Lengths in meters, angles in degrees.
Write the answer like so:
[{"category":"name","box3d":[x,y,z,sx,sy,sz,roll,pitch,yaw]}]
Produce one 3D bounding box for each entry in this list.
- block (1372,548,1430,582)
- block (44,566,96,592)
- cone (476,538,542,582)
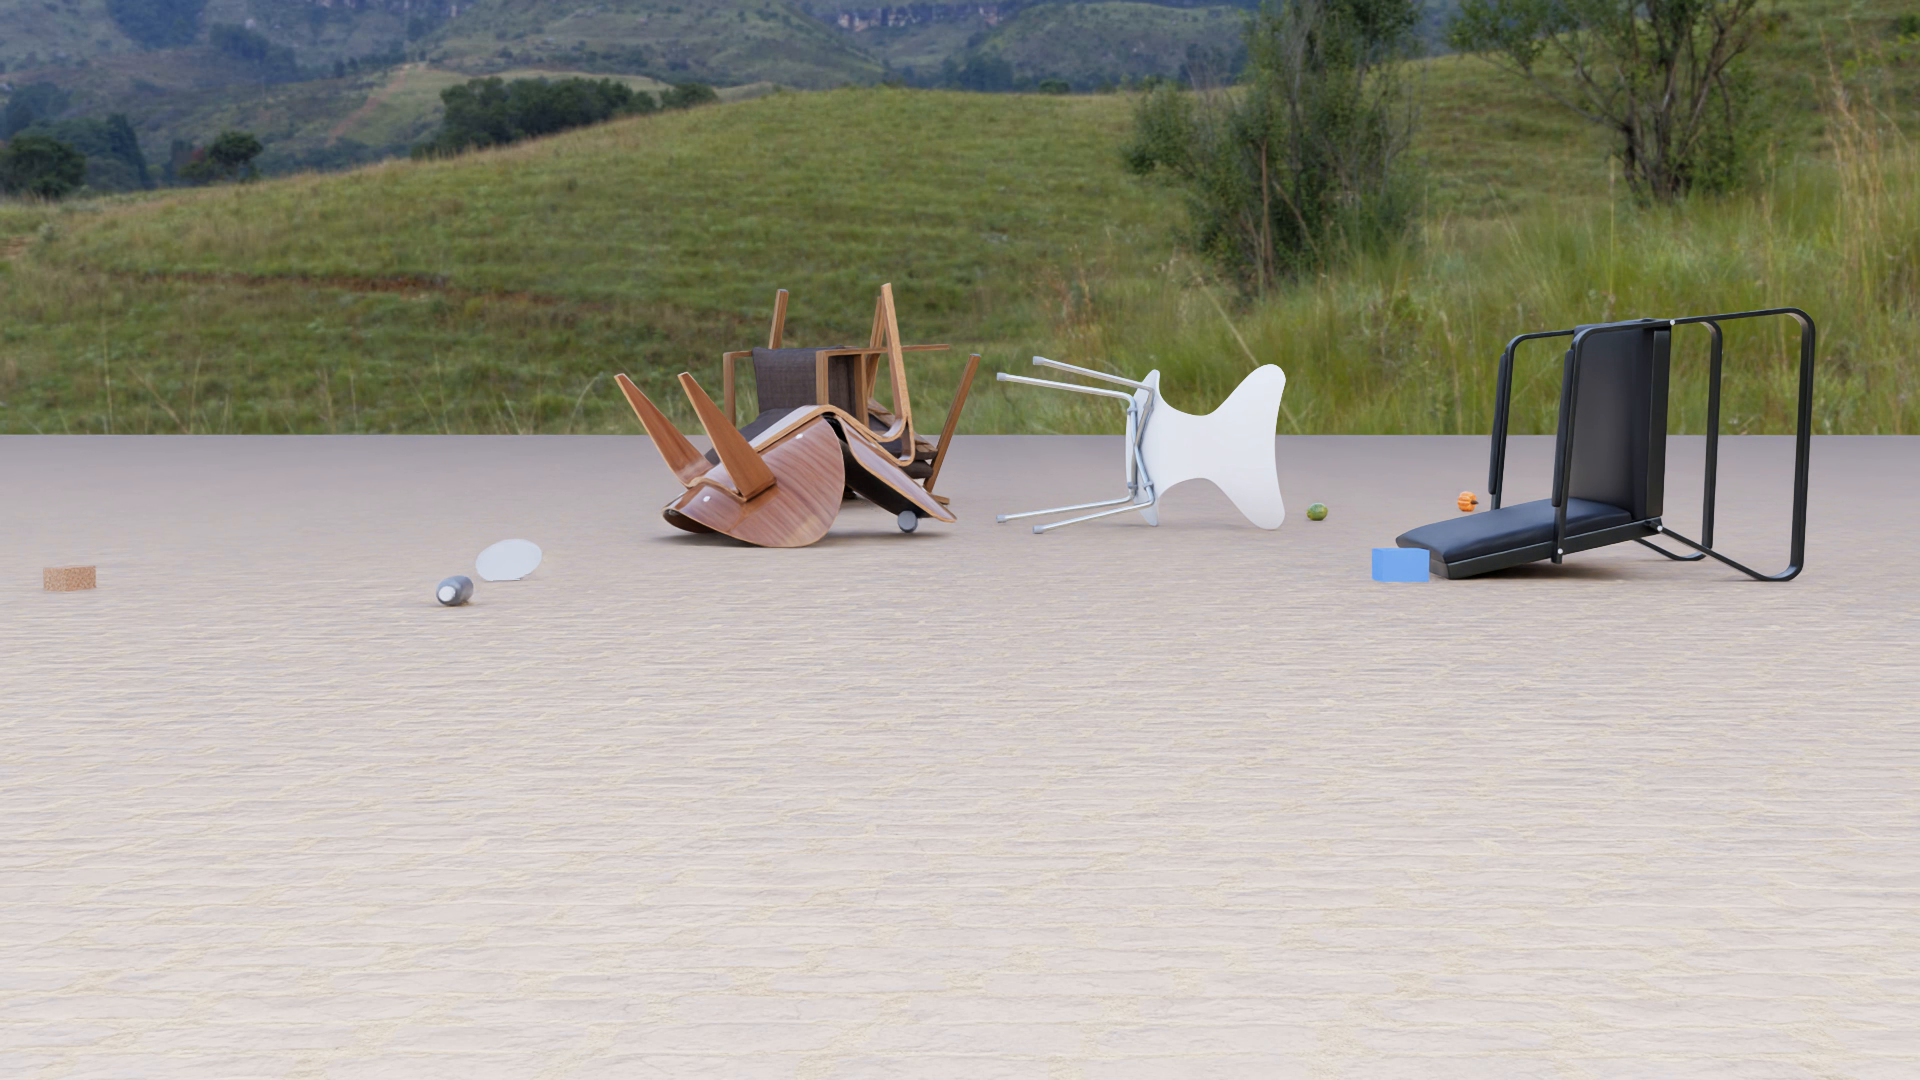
[{"category":"block","box3d":[1.033,0.059,5.158,0.111,0.073,0.083,-1,4,-8]},{"category":"block","box3d":[-1.996,0.086,4.930,0.061,0.050,0.094,2,4,21]},{"category":"cone","box3d":[-1.080,0.069,5.194,0.177,0.104,0.087,-24,-15,-41]}]
